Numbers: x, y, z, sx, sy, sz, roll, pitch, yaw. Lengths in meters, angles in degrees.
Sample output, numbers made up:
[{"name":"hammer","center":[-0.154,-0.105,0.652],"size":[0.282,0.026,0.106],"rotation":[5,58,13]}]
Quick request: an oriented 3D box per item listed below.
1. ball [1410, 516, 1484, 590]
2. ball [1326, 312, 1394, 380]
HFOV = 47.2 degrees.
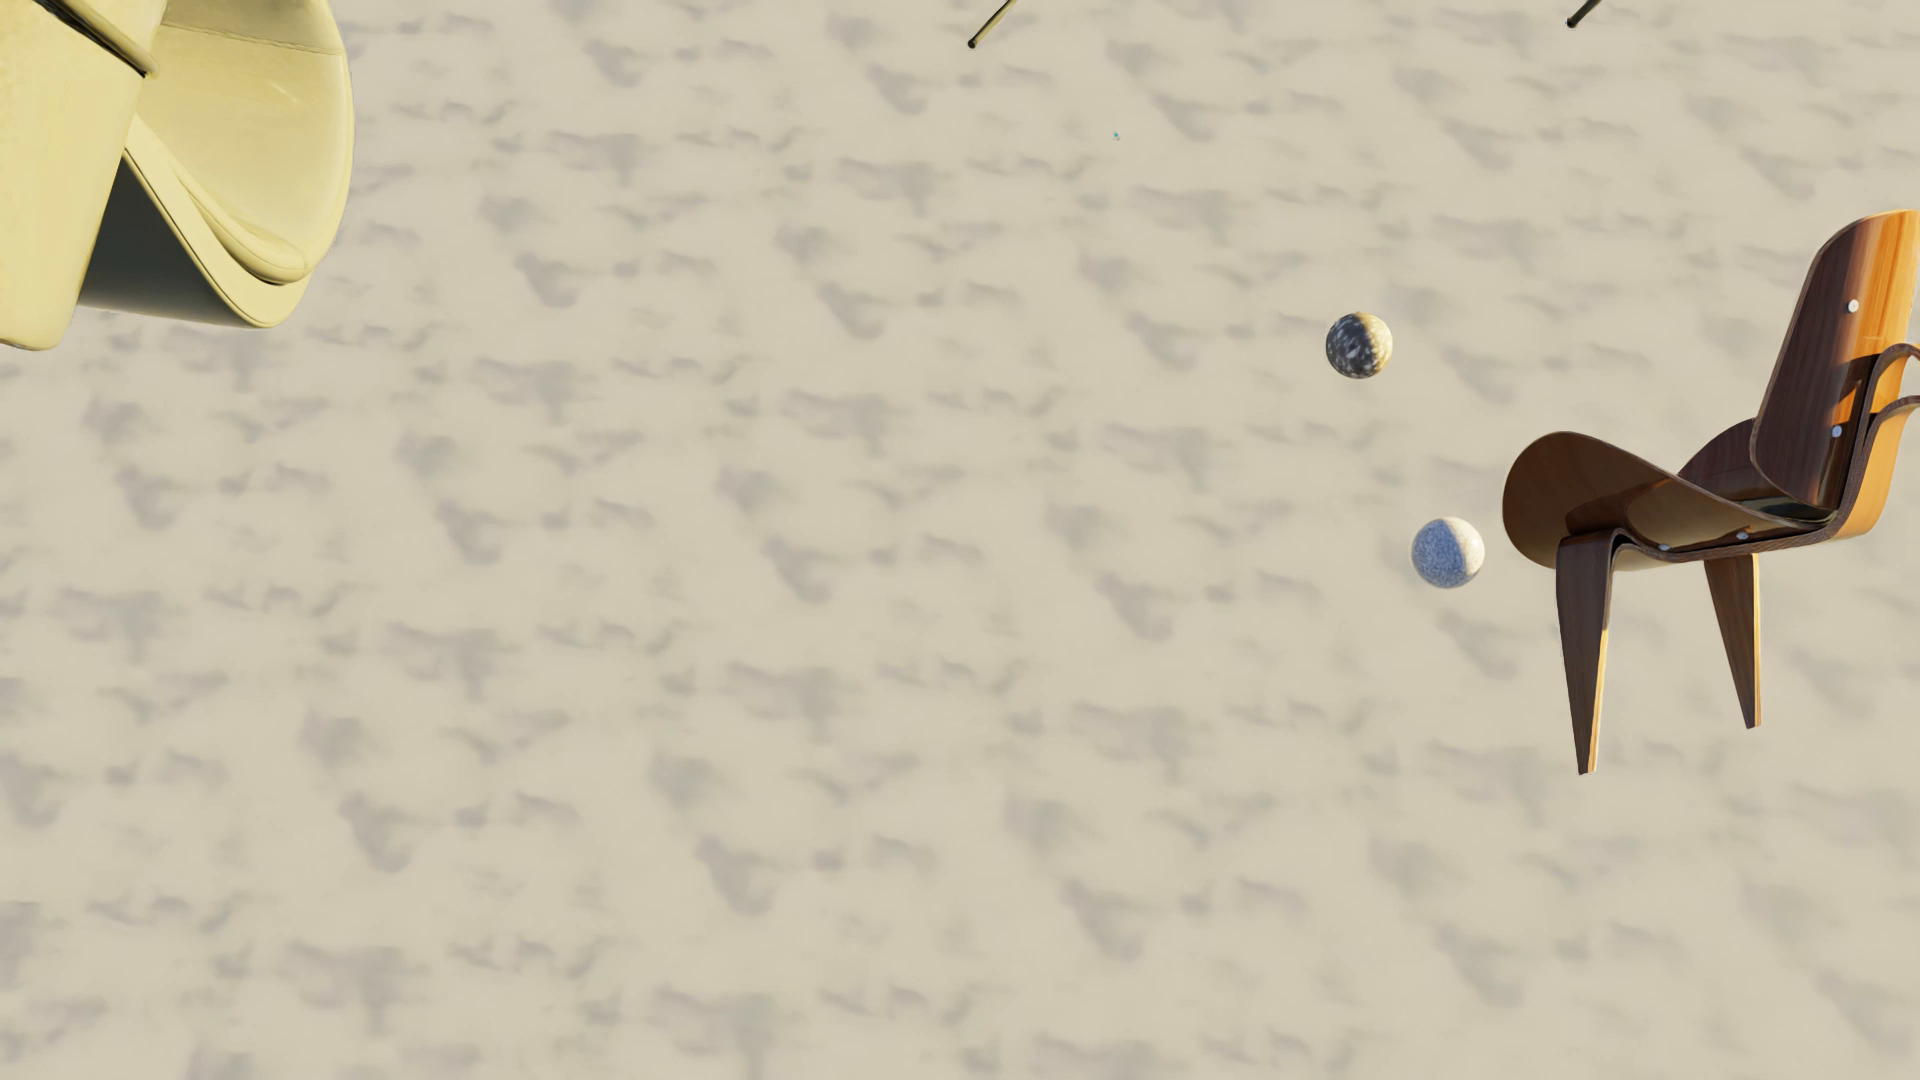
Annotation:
[{"name":"ball","center":[0.925,0.025,4.171],"size":[0.137,0.137,0.137],"rotation":[0,56,0]},{"name":"ball","center":[0.803,-0.391,4.425],"size":[0.134,0.134,0.134],"rotation":[0,56,0]}]
